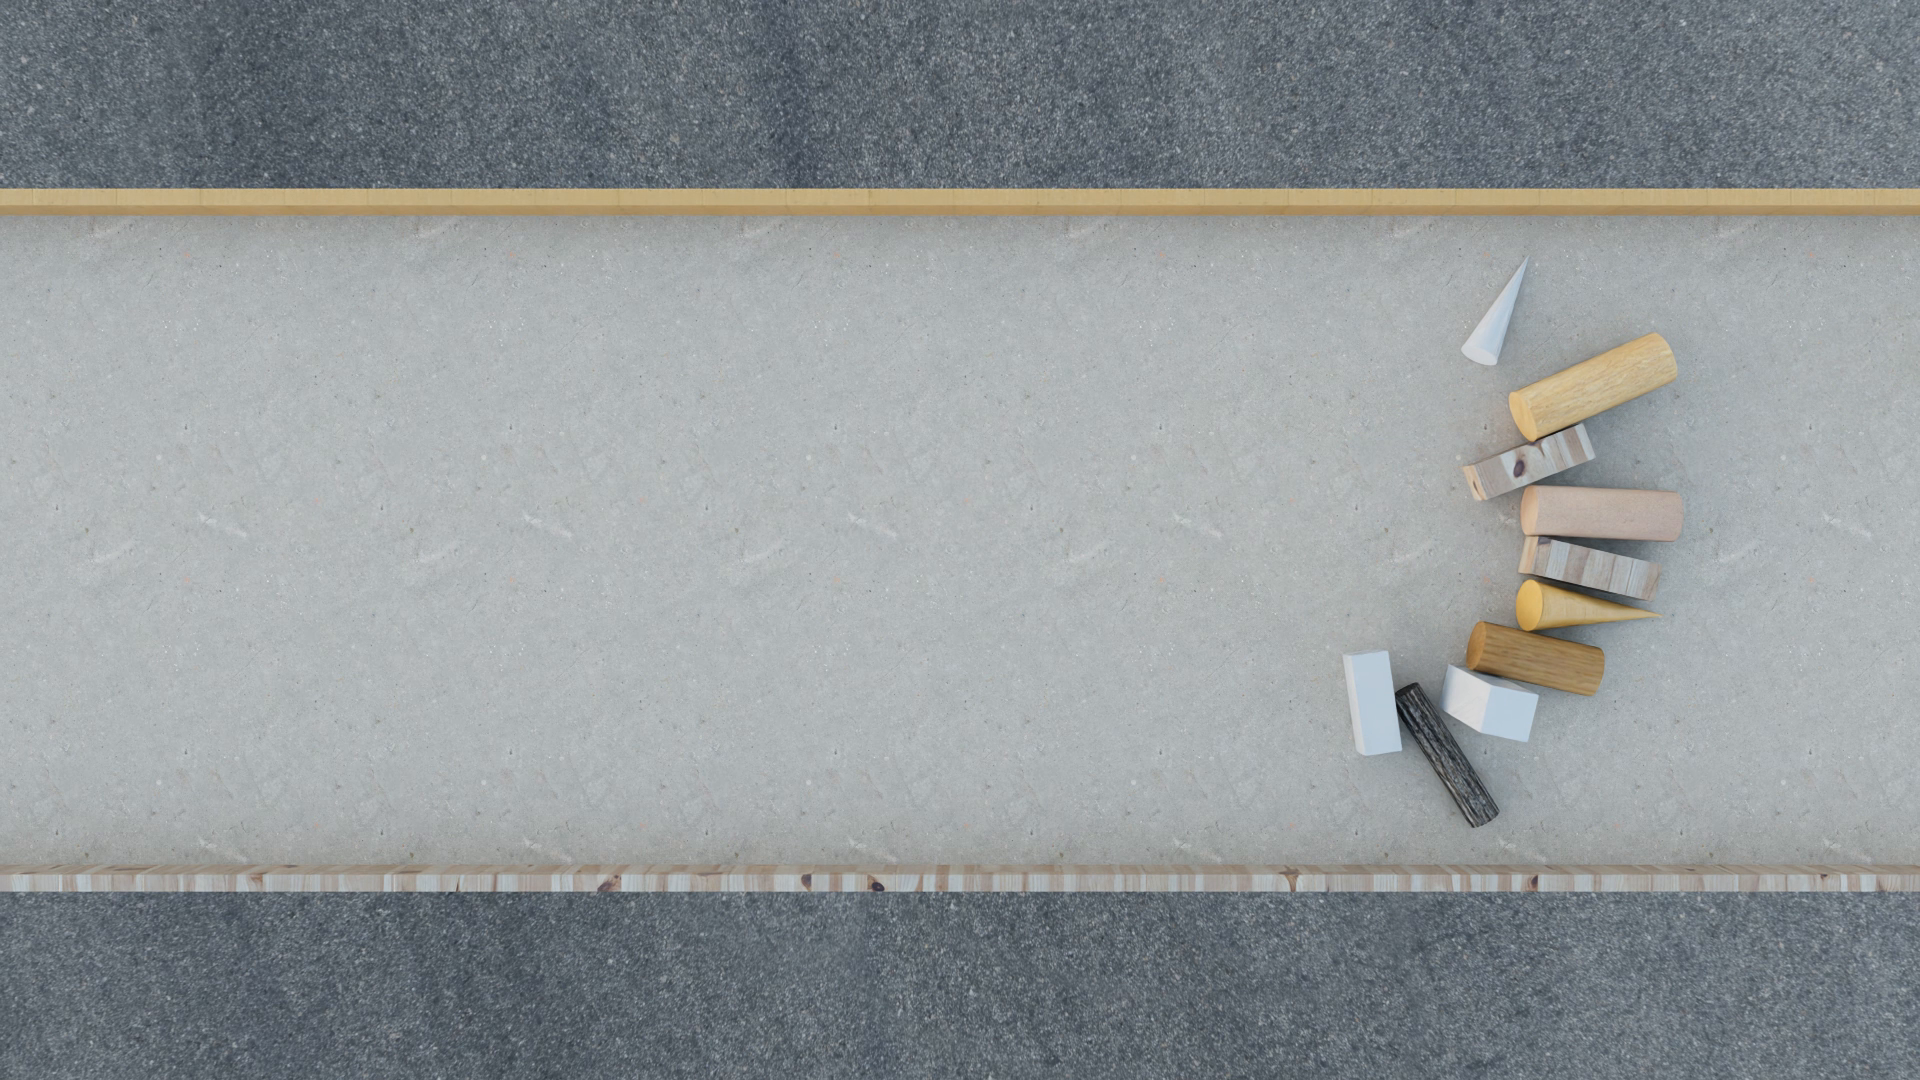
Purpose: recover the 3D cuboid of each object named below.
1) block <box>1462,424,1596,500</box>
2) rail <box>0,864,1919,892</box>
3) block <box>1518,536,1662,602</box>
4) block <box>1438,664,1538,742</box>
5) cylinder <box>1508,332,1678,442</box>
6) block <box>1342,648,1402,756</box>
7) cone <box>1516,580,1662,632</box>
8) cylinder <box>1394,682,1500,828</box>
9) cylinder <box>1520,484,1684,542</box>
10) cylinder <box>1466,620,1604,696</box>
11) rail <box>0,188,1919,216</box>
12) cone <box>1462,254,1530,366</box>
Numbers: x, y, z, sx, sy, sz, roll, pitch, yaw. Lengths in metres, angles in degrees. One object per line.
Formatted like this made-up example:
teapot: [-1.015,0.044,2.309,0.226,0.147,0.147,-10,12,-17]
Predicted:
block: [1.730,-0.236,5.021,0.354,0.111,0.111,-21,90,0]
rail: [-2.247,1.025,5.001,12.000,0.150,0.050,0,90,0]
block: [1.915,0.088,5.020,0.383,0.114,0.114,13,90,0]
block: [1.555,0.477,4.872,0.138,0.397,0.138,12,94,-2]
cylinder: [1.915,-0.464,4.995,0.458,0.163,0.163,-23,90,0]
block: [1.254,0.492,5.020,0.112,0.112,0.303,-8,90,0]
cone: [1.948,0.216,5.038,0.455,0.157,0.157,4,90,-10]
cylinder: [1.477,0.655,5.026,0.100,0.100,0.460,-33,90,0]
cylinder: [1.942,-0.081,4.999,0.434,0.156,0.156,3,90,0]
cylinder: [1.743,0.360,5.000,0.366,0.153,0.153,13,90,0]
rail: [-2.247,-1.025,5.002,12.000,0.150,0.050,0,90,0]
cone: [1.668,-0.724,5.049,0.113,0.113,0.373,28,81,0]
